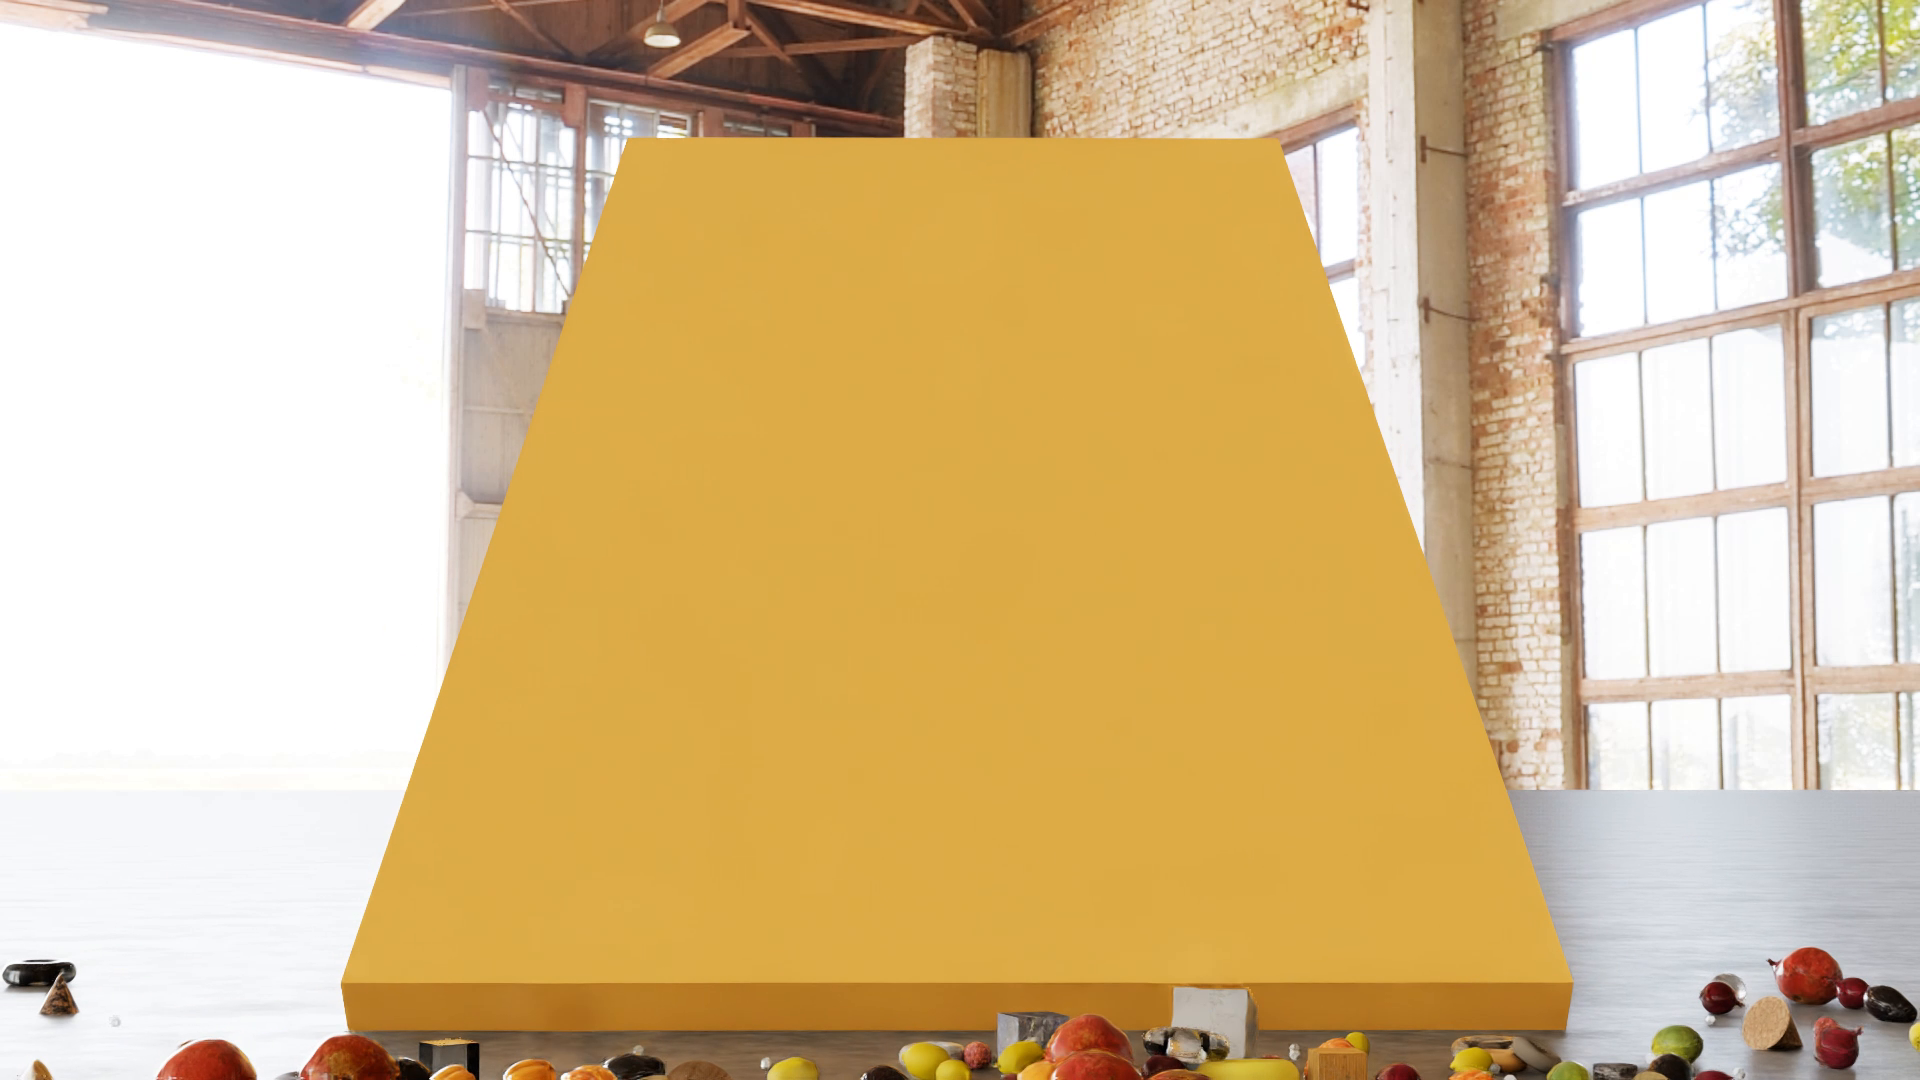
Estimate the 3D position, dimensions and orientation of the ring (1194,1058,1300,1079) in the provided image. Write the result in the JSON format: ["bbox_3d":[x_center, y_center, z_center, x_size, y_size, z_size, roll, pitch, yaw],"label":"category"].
[{"bbox_3d":[0.372,0.698,3.118,0.138,0.046,0.138,-1,-9,0],"label":"ring"}]

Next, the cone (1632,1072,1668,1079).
[{"bbox_3d":[0.842,0.689,2.940,0.060,0.060,0.060,-1,-33,5],"label":"cone"}]

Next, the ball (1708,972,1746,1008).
[{"bbox_3d":[1.383,0.812,4.334,0.065,0.065,0.065,0,-6,0],"label":"ball"}]

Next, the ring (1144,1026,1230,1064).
[{"bbox_3d":[0.294,0.656,3.121,0.112,0.037,0.112,6,-16,2],"label":"ring"}]

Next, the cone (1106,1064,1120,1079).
[{"bbox_3d":[0.189,0.677,2.967,0.058,0.058,0.058,0,-6,0],"label":"cone"}]

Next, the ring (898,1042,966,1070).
[{"bbox_3d":[-0.039,0.737,3.436,0.098,0.033,0.098,-1,-5,0],"label":"ring"}]

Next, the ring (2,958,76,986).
[{"bbox_3d":[-1.858,0.873,4.853,0.143,0.048,0.143,0,-4,0],"label":"ring"}]

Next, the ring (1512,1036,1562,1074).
[{"bbox_3d":[0.808,0.722,3.368,0.075,0.025,0.075,28,8,-4],"label":"ring"}]

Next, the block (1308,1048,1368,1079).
[{"bbox_3d":[0.484,0.687,3.086,0.062,0.062,0.062,0,-6,-5],"label":"block"}]

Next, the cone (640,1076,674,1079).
[{"bbox_3d":[-0.329,0.651,2.640,0.096,0.096,0.096,0,-32,3],"label":"cone"}]

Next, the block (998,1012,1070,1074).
[{"bbox_3d":[0.104,0.710,3.397,0.078,0.078,0.078,2,-6,-21],"label":"block"}]

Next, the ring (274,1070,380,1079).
[{"bbox_3d":[-0.782,0.683,2.965,0.142,0.047,0.142,1,-6,0],"label":"ring"}]

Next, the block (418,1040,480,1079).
[{"bbox_3d":[-0.684,0.702,3.219,0.058,0.058,0.058,5,-8,-40],"label":"block"}]

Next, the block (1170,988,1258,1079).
[{"bbox_3d":[0.344,0.670,3.255,0.099,0.099,0.099,-1,-26,15],"label":"block"}]

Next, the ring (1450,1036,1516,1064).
[{"bbox_3d":[0.767,0.741,3.487,0.108,0.036,0.108,-1,-6,0],"label":"ring"}]

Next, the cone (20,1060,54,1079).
[{"bbox_3d":[-1.162,0.691,2.974,0.070,0.070,0.070,-26,-2,-8],"label":"cone"}]

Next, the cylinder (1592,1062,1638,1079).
[{"bbox_3d":[0.817,0.682,2.997,0.054,0.054,0.054,0,-6,0],"label":"cylinder"}]

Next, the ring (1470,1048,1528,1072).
[{"bbox_3d":[0.762,0.736,3.396,0.081,0.027,0.081,1,-6,0],"label":"ring"}]

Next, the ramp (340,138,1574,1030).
[{"bbox_3d":[-0.012,-0.215,5.668,2.000,0.100,4.000,0,29,0],"label":"ramp"}]

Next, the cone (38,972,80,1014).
[{"bbox_3d":[-1.591,0.799,4.249,0.072,0.072,0.072,0,-6,0],"label":"cone"}]
